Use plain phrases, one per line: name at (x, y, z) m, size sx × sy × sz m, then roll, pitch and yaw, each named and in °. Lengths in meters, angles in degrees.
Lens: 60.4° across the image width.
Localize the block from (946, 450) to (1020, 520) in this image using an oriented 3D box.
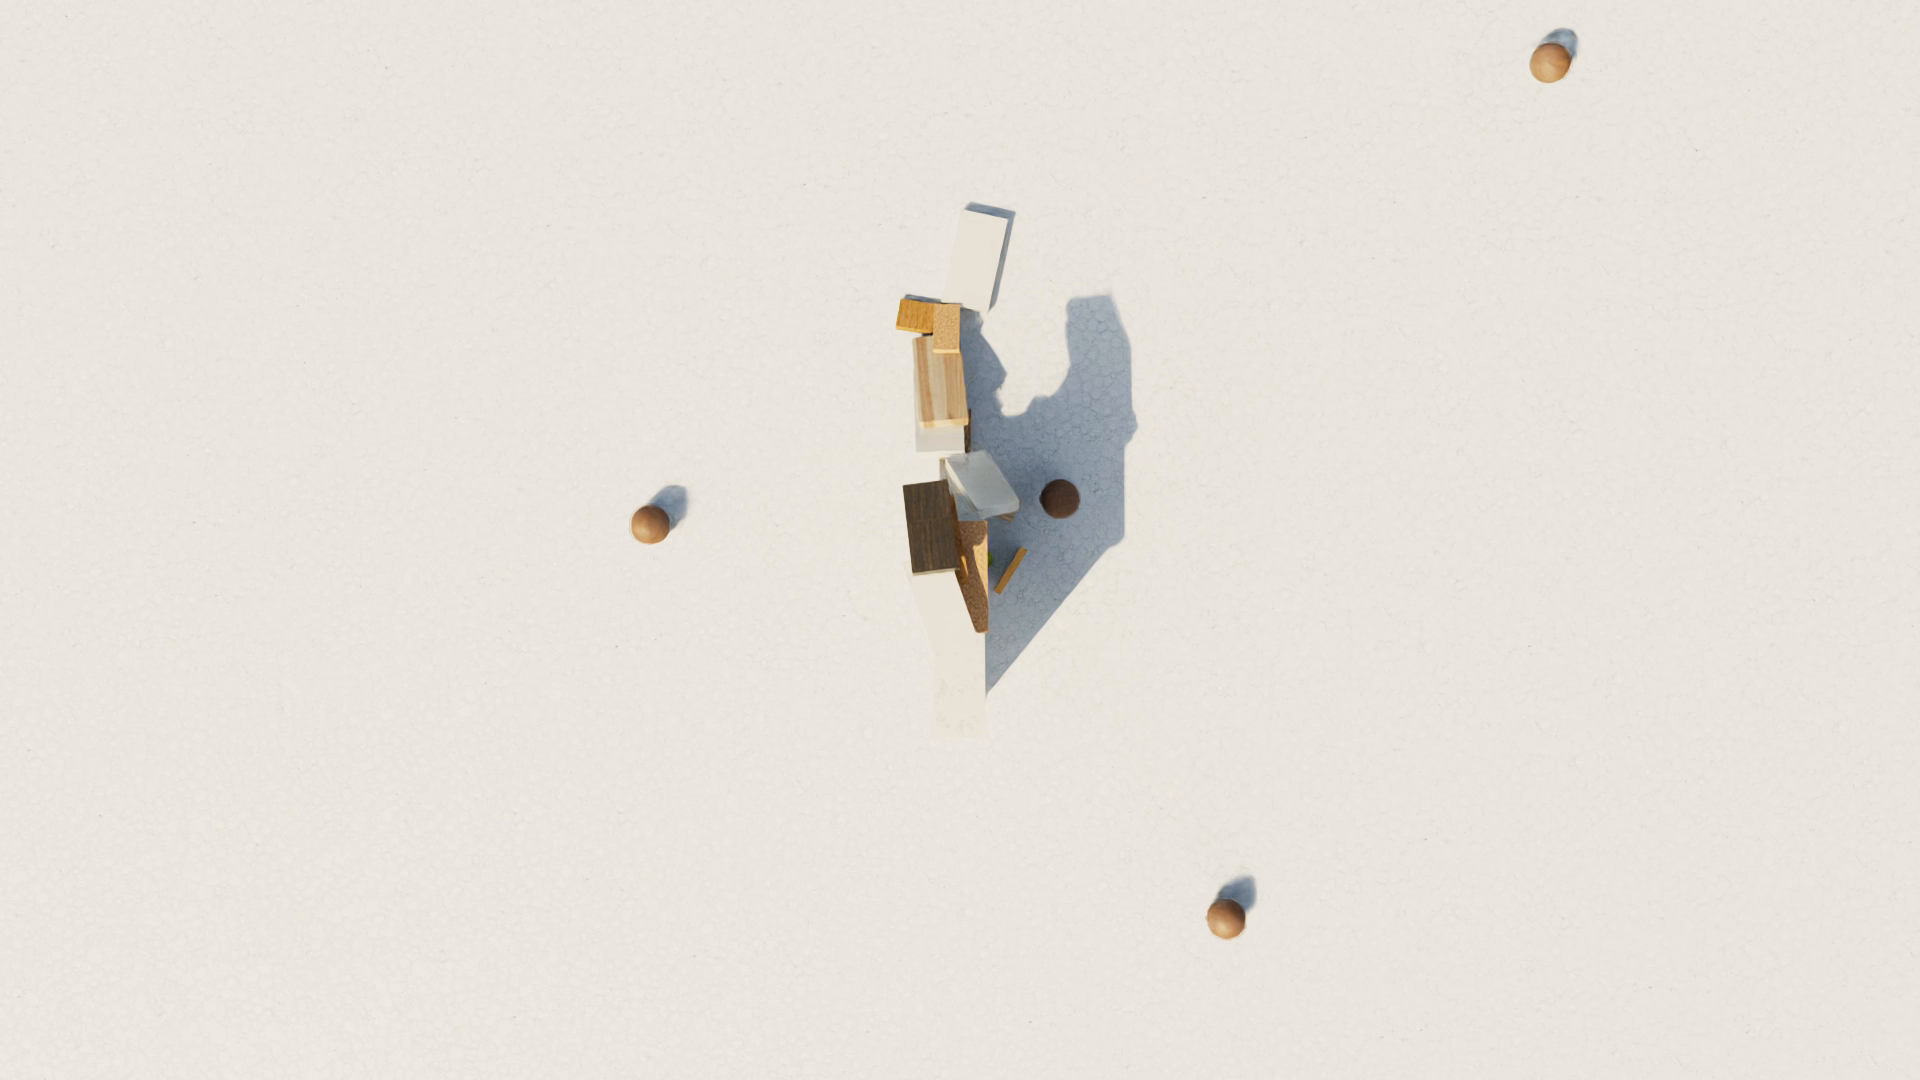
block at (0.069, -0.179, 5.243) m, size 0.141 × 0.282 × 0.040 m, roll -14°, pitch 132°, yaw -16°

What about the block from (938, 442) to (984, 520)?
block at (0.004, -0.187, 5.314) m, size 0.141 × 0.384 × 0.040 m, roll 0°, pitch 130°, yaw -1°

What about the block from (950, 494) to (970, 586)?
block at (-0.060, 0.009, 4.758) m, size 0.131 × 0.037 × 0.263 m, roll -10°, pitch 88°, yaw 0°

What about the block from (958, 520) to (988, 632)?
block at (-0.001, 0.108, 4.797) m, size 0.162 × 0.046 × 0.325 m, roll -1°, pitch 88°, yaw 0°

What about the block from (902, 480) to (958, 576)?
block at (-0.084, -0.035, 4.700) m, size 0.131 × 0.037 × 0.263 m, roll -7°, pitch 74°, yaw 1°

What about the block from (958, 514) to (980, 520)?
block at (-0.011, -0.033, 5.149) m, size 0.141 × 0.282 × 0.040 m, roll -1°, pitch 80°, yaw 0°

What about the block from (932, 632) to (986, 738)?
block at (-0.002, 0.425, 4.818) m, size 0.152 × 0.043 × 0.303 m, roll -1°, pitch 91°, yaw 0°

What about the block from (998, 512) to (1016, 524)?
block at (0.108, -0.129, 5.464) m, size 0.172 × 0.024 × 0.086 m, roll 24°, pitch 52°, yaw 0°

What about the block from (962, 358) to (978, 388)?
block at (-0.047, -0.585, 5.486) m, size 0.201 × 0.028 × 0.100 m, roll 42°, pitch 90°, yaw 0°

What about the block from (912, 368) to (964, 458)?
block at (-0.070, -0.420, 5.388) m, size 0.157 × 0.044 × 0.314 m, roll -3°, pitch 66°, yaw 0°

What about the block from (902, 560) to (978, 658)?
block at (-0.056, 0.178, 4.716) m, size 0.131 × 0.037 × 0.287 m, roll -19°, pitch 88°, yaw -1°

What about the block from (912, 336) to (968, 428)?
block at (-0.066, -0.520, 5.383) m, size 0.157 × 0.044 × 0.314 m, roll -5°, pitch 66°, yaw -1°

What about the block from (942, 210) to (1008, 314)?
block at (0.048, -0.924, 5.478) m, size 0.157 × 0.044 × 0.314 m, roll 12°, pitch 90°, yaw 0°

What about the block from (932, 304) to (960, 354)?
block at (-0.044, -0.695, 5.422) m, size 0.086 × 0.024 × 0.172 m, roll 0°, pitch 66°, yaw 1°

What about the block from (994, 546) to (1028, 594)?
block at (0.166, 0.101, 5.457) m, size 0.024 × 0.086 × 0.172 m, roll 32°, pitch 90°, yaw 0°

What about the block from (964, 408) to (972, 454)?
block at (-0.015, -0.351, 5.425) m, size 0.100 × 0.028 × 0.201 m, roll 2°, pitch 51°, yaw 1°

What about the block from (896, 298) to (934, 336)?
block at (-0.106, -0.734, 5.470) m, size 0.201 × 0.028 × 0.100 m, roll 9°, pitch 71°, yaw 0°
